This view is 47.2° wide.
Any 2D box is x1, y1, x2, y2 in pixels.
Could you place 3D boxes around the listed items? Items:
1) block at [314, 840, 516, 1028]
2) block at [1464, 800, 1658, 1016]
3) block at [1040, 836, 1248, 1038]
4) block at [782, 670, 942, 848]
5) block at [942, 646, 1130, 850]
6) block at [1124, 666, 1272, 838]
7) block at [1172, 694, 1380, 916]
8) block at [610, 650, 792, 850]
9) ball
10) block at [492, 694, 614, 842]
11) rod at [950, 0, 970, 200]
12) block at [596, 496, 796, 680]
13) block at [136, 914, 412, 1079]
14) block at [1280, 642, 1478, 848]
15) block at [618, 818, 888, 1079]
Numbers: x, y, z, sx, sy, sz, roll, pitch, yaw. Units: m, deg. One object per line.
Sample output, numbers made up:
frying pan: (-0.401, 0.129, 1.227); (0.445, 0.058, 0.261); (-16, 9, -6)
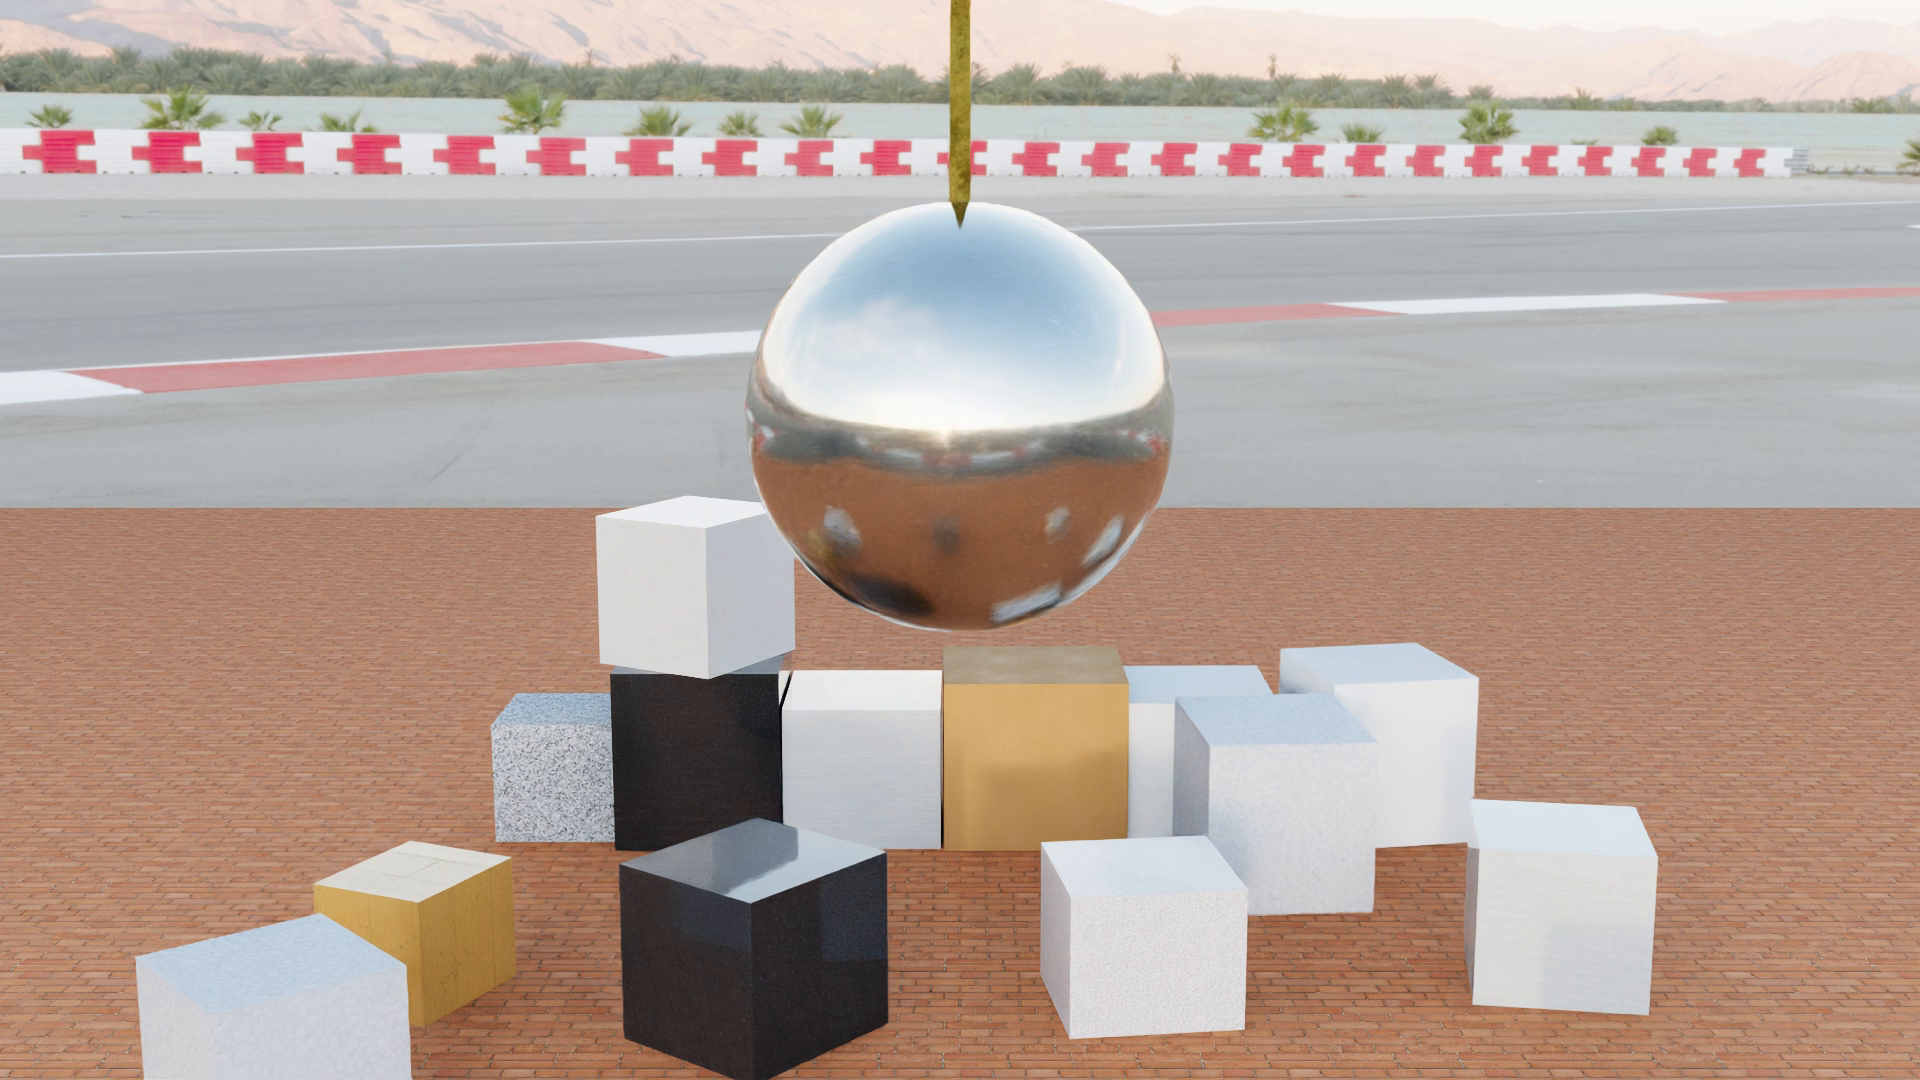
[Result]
block: (-2.260, 1.626, 9.154); (0.532, 0.525, 0.616); (5, 11, 24)
block: (2.513, 1.532, 9.273); (0.698, 0.668, 0.693); (2, 10, 9)
block: (0.740, 1.617, 9.036); (0.711, 0.586, 0.695); (-1, 10, -7)
block: (-0.491, 1.124, 11.378); (0.787, 0.718, 0.825); (0, 10, 0)
block: (0.373, 1.060, 11.340); (0.917, 0.858, 0.821); (0, 10, -1)
block: (1.210, 1.109, 11.375); (0.741, 0.749, 0.795); (0, 10, 0)
block: (1.479, 1.243, 10.466); (0.778, 0.810, 0.895); (-1, 10, -5)
block: (-1.311, 1.031, 11.350); (0.832, 0.910, 0.861); (0, 10, 0)
ball: (0.000, -0.454, 8.181); (1.600, 1.600, 1.600); (0, 10, 0)
block: (-2.044, 1.172, 11.408); (0.616, 0.612, 0.651); (0, 10, 0)
rod: (0.000, -3.683, 9.247); (0.080, 5.200, 0.080); (0, -18, 0)
block: (-1.332, 0.223, 11.152); (0.676, 0.750, 0.746); (6, 12, 30)
block: (-2.441, 1.806, 7.839); (0.697, 0.642, 0.697); (-9, 13, -40)
block: (2.145, 1.052, 11.393); (0.761, 0.853, 0.798); (-2, 10, -11)
block: (-0.810, 1.606, 8.717); (0.716, 0.722, 0.771); (8, 13, 38)
